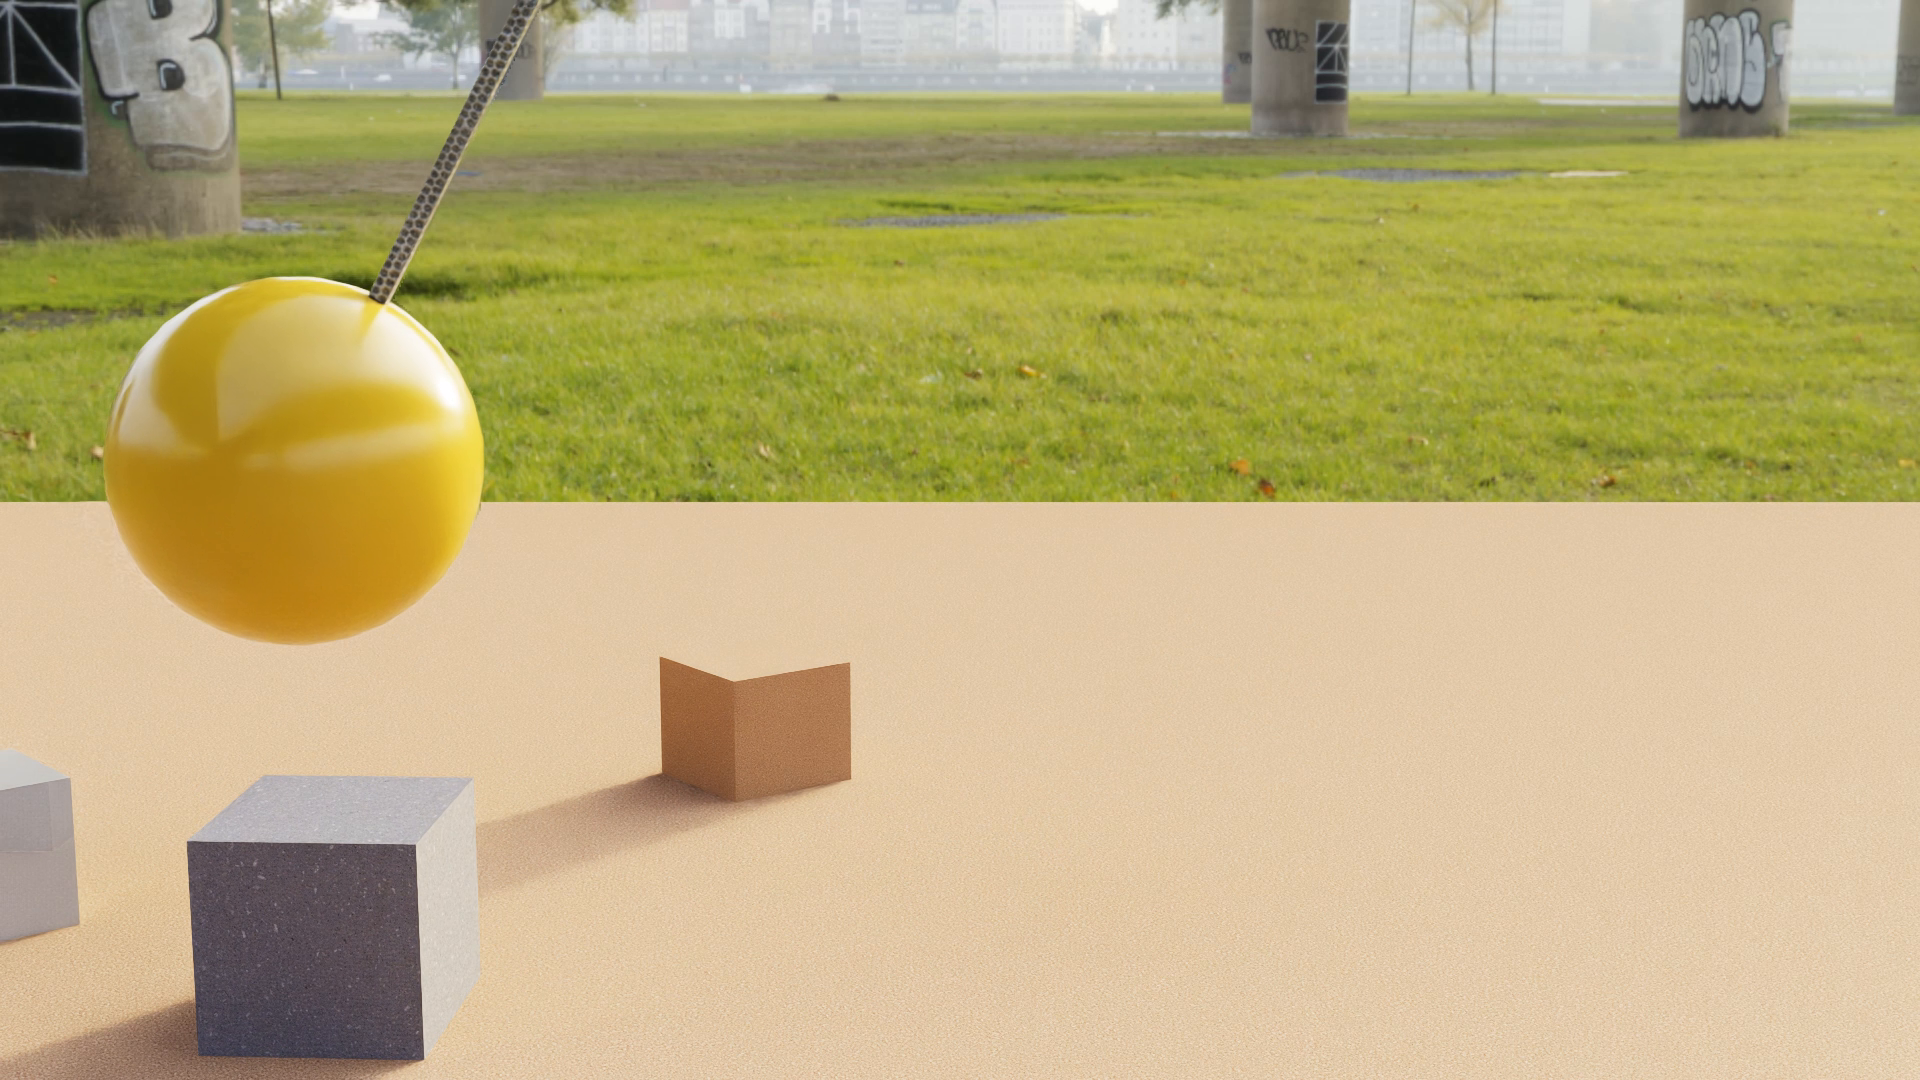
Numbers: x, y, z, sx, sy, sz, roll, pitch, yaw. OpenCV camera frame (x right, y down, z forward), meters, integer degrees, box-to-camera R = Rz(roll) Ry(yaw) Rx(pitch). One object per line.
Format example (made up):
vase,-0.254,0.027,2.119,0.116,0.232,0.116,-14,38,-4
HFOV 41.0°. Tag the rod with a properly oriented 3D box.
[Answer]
rod,-1.245,-3.278,10.584,0.080,5.200,0.080,28,9,-5

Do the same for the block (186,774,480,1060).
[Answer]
block,-2.323,1.396,9.629,0.827,0.808,0.880,0,10,3

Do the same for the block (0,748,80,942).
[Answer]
block,-4.094,1.287,10.715,0.559,0.635,0.619,-9,14,-41

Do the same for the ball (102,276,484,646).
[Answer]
ball,-2.873,-0.341,11.118,1.600,1.600,1.600,0,10,0

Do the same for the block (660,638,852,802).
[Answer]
block,-1.033,0.896,12.942,0.688,0.607,0.696,-8,13,-37
